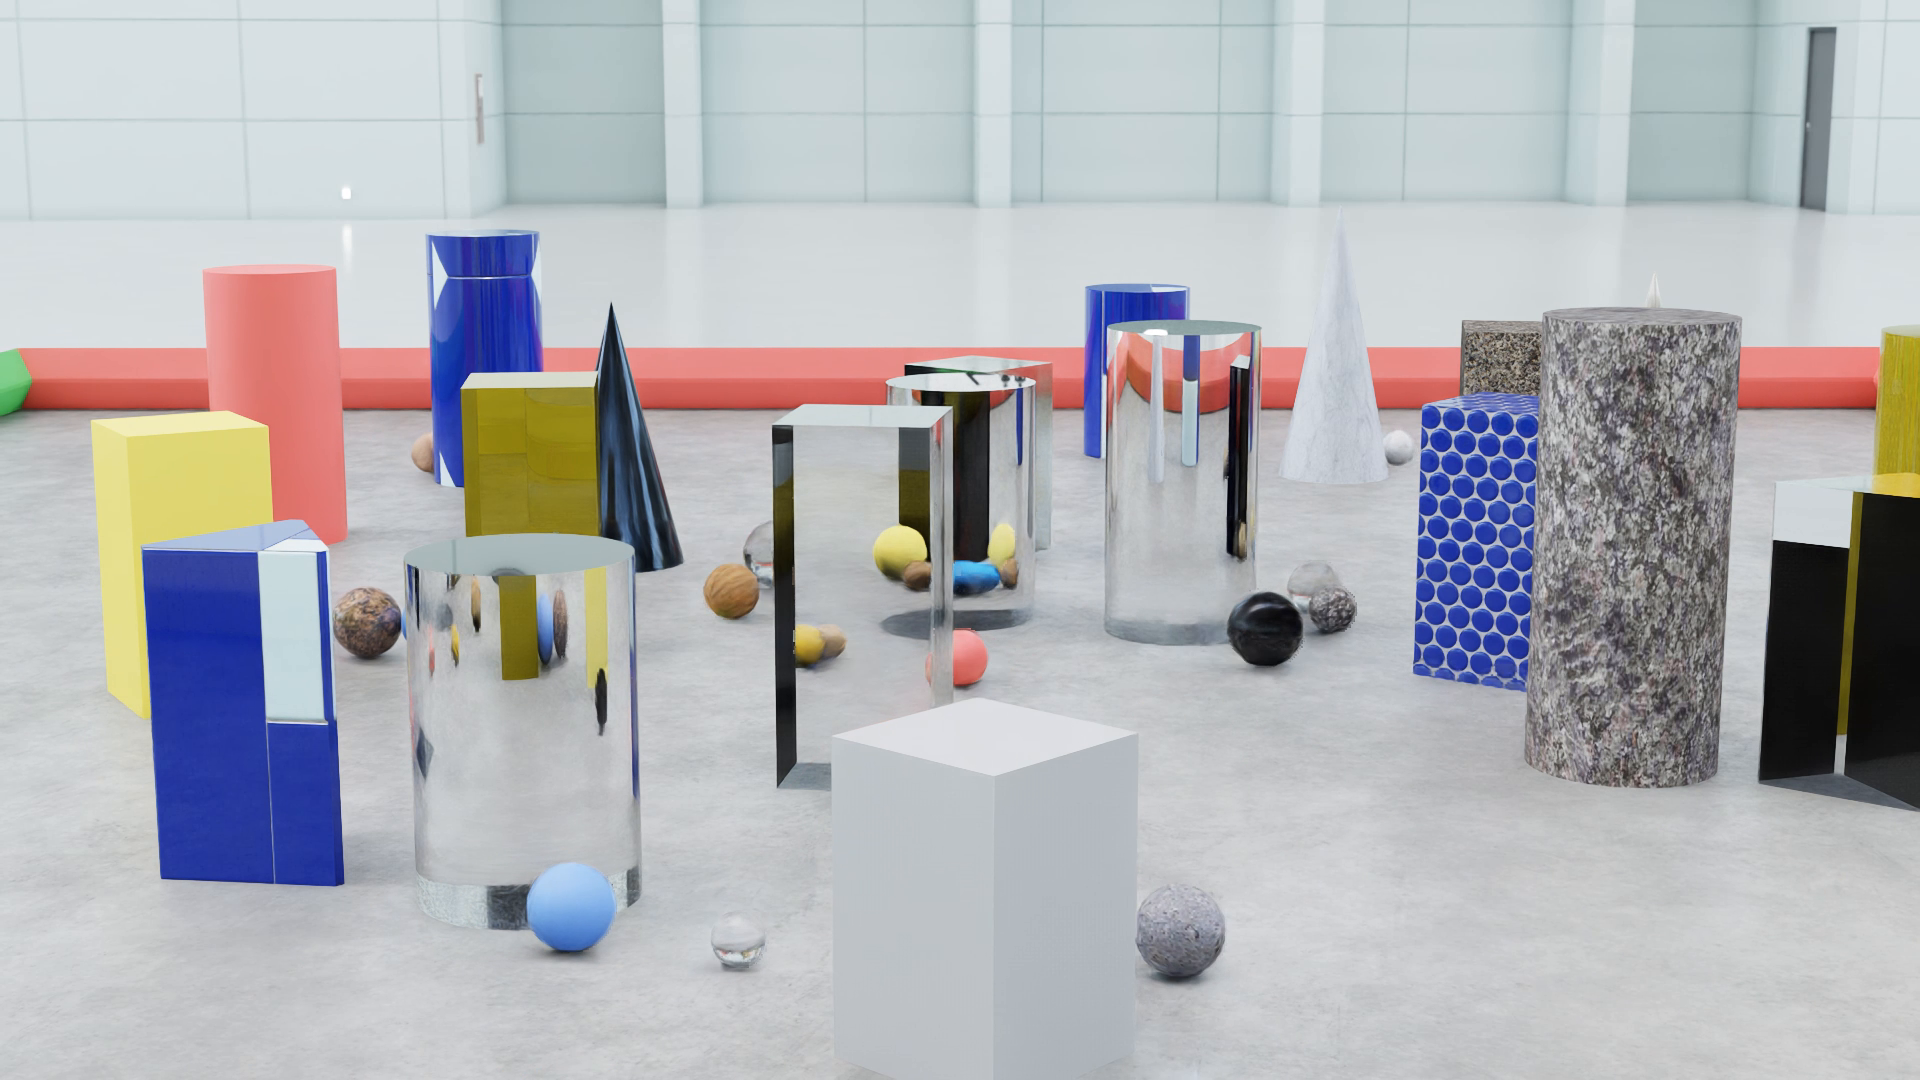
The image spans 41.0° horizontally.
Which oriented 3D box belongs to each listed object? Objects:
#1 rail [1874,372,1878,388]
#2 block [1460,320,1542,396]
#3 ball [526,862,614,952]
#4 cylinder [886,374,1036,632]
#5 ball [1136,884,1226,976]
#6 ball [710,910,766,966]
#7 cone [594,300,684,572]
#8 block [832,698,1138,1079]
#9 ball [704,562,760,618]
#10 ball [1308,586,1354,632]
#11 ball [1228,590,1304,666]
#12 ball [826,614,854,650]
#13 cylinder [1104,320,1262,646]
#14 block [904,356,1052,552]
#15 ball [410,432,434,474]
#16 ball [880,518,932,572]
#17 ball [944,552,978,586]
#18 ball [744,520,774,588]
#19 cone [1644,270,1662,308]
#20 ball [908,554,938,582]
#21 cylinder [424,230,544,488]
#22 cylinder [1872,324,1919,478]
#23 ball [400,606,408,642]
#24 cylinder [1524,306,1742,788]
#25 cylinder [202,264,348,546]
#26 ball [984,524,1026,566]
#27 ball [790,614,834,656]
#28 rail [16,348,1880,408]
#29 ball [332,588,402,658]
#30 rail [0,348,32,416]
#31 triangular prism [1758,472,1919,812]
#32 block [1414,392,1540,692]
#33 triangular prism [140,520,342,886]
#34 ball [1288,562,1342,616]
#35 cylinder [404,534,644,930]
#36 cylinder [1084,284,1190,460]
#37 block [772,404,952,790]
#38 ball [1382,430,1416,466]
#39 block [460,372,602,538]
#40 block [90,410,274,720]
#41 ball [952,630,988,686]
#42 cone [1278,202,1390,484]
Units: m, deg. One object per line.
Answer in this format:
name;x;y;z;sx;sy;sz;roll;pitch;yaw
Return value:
rail;1.985;0.031;3.460;0.045;0.129;4.205;0;10;0
block;0.727;-0.079;3.328;0.159;0.396;0.159;2;11;9
ball;-0.325;0.305;2.137;0.073;0.073;0.073;0;10;0
cylinder;0.001;-0.054;3.412;0.198;0.315;0.198;0;10;0
ball;0.178;0.316;2.076;0.075;0.075;0.075;0;10;0
ball;-0.181;0.326;2.100;0.046;0.046;0.046;0;10;0
cone;-0.510;-0.160;3.783;0.198;0.389;0.198;0;10;0
block;0.018;0.263;1.892;0.159;0.246;0.159;9;14;42
ball;-0.304;0.068;3.416;0.075;0.075;0.075;0;10;0
ball;0.483;0.090;3.338;0.059;0.059;0.059;0;10;0
ball;0.374;0.109;3.144;0.093;0.093;0.093;0;10;0
ball;-0.155;0.116;3.240;0.045;0.045;0.045;0;10;0
cylinder;0.287;-0.078;3.320;0.198;0.396;0.198;0;10;0
block;0.028;-0.125;3.883;0.159;0.285;0.159;9;14;39
ball;-0.955;-0.158;4.638;0.073;0.073;0.073;0;10;0
ball;-0.078;0.008;3.734;0.077;0.077;0.077;0;10;0
ball;0.001;0.041;3.636;0.048;0.048;0.048;0;10;0
ball;-0.255;0.020;3.608;0.099;0.099;0.099;0;10;0
cone;1.052;-0.202;3.923;0.198;0.421;0.198;0;10;0
ball;-0.052;0.040;3.656;0.042;0.042;0.042;0;10;0
cylinder;-0.836;-0.323;4.535;0.198;0.437;0.198;0;10;0
cylinder;1.117;-0.013;2.857;0.198;0.437;0.198;0;10;0
ball;-0.650;0.103;3.190;0.088;0.088;0.088;0;10;0
cylinder;0.699;0.003;2.673;0.198;0.473;0.198;0;10;0
cylinder;-1.056;-0.208;3.960;0.198;0.420;0.198;0;10;0
ball;0.068;0.007;3.780;0.062;0.062;0.062;0;10;0
ball;-0.185;0.119;3.200;0.053;0.053;0.053;0;10;0
rail;-0.012;-0.345;5.493;4.018;0.129;0.045;0;10;0
ball;-0.738;0.102;3.196;0.087;0.087;0.087;0;10;0
rail;-1.985;0.035;3.438;0.045;0.129;4.205;0;10;0
triangular prism;0.934;0.095;2.616;0.172;0.313;0.149;8;13;38
block;0.661;-0.002;3.093;0.159;0.329;0.159;8;13;37
triangular prism;-0.632;0.145;2.364;0.172;0.306;0.149;1;11;7
ball;0.475;0.065;3.434;0.074;0.074;0.074;0;10;0
cylinder;-0.382;0.163;2.257;0.198;0.308;0.198;0;10;0
cylinder;0.333;-0.319;4.846;0.198;0.315;0.198;0;10;0
block;-0.097;0.057;2.650;0.159;0.375;0.159;1;11;8
ball;0.806;-0.168;4.720;0.065;0.065;0.065;0;10;0
block;-0.529;-0.029;3.199;0.159;0.344;0.159;-1;11;-6
block;-0.896;0.024;2.973;0.159;0.322;0.159;-6;12;-31
ball;0.000;0.140;3.047;0.067;0.067;0.067;0;10;0
cone;0.674;-0.358;4.581;0.198;0.488;0.198;0;10;0
